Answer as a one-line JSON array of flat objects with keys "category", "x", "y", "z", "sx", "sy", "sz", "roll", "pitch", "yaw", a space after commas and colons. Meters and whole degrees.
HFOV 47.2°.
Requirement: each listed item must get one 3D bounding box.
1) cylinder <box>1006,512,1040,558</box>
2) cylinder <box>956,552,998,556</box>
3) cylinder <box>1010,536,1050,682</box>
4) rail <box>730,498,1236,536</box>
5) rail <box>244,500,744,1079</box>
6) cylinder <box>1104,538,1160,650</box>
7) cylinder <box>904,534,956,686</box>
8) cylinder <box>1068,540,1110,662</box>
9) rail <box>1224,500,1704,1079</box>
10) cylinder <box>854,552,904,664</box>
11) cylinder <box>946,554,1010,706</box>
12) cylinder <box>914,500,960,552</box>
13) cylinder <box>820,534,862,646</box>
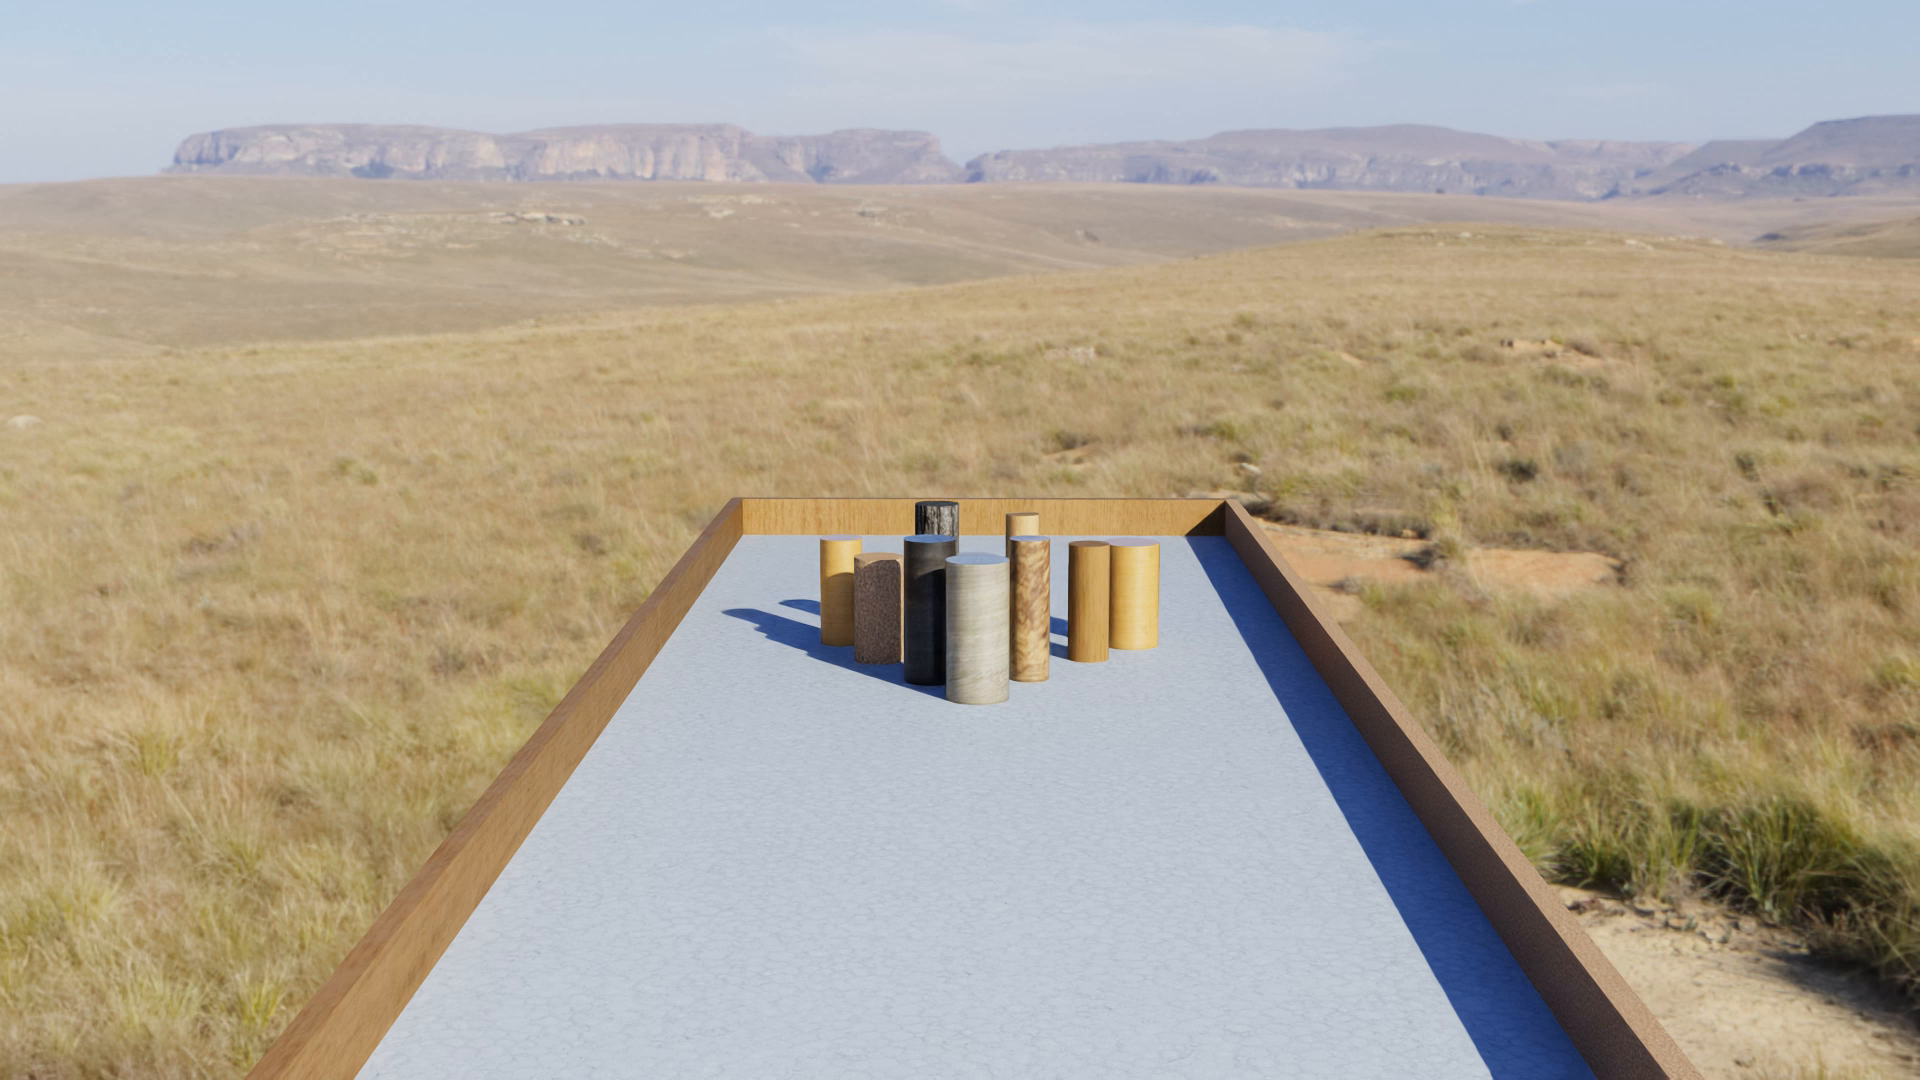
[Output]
[{"category": "cylinder", "x": 0.196, "y": 0.123, "z": 6.910, "sx": 0.107, "sy": 0.414, "sz": 0.107, "roll": 0, "pitch": 9, "yaw": 0}, {"category": "cylinder", "x": 0.039, "y": 0.206, "z": 6.693, "sx": 0.156, "sy": 0.319, "sz": 0.156, "roll": 0, "pitch": 9, "yaw": 0}, {"category": "cylinder", "x": 0.203, "y": 0.200, "z": 6.418, "sx": 0.118, "sy": 0.415, "sz": 0.118, "roll": 0, "pitch": 9, "yaw": 0}, {"category": "rail", "x": 0.099, "y": -0.098, "z": 9.147, "sx": 2.100, "sy": 0.150, "sz": 0.050, "roll": 0, "pitch": 9, "yaw": 1}, {"category": "rail", "x": -1.004, "y": 0.839, "z": 3.234, "sx": 0.050, "sy": 0.150, "sz": 12.000, "roll": 0, "pitch": 9, "yaw": 1}, {"category": "cylinder", "x": 0.537, "y": 0.168, "z": 6.906, "sx": 0.177, "sy": 0.327, "sz": 0.177, "roll": 0, "pitch": 9, "yaw": 0}, {"category": "cylinder", "x": -0.087, "y": 0.202, "z": 6.394, "sx": 0.154, "sy": 0.419, "sz": 0.154, "roll": 0, "pitch": 9, "yaw": 0}, {"category": "cylinder", "x": 0.392, "y": 0.187, "z": 6.697, "sx": 0.126, "sy": 0.355, "sz": 0.126, "roll": 0, "pitch": 9, "yaw": 0}, {"category": "rail", "x": 1.046, "y": 0.843, "z": 3.208, "sx": 0.050, "sy": 0.150, "sz": 12.000, "roll": 0, "pitch": 9, "yaw": 1}, {"category": "cylinder", "x": -0.247, "y": 0.207, "z": 6.682, "sx": 0.150, "sy": 0.319, "sz": 0.150, "roll": 0, "pitch": 9, "yaw": 0}, {"category": "cylinder", "x": 0.049, "y": 0.250, "z": 6.168, "sx": 0.179, "sy": 0.396, "sz": 0.179, "roll": 0, "pitch": 9, "yaw": 0}, {"category": "cylinder", "x": -0.072, "y": 0.104, "z": 6.939, "sx": 0.139, "sy": 0.443, "sz": 0.139, "roll": 0, "pitch": 9, "yaw": 0}, {"category": "cylinder", "x": -0.374, "y": 0.158, "z": 6.940, "sx": 0.134, "sy": 0.336, "sz": 0.134, "roll": 0, "pitch": 9, "yaw": 0}]
